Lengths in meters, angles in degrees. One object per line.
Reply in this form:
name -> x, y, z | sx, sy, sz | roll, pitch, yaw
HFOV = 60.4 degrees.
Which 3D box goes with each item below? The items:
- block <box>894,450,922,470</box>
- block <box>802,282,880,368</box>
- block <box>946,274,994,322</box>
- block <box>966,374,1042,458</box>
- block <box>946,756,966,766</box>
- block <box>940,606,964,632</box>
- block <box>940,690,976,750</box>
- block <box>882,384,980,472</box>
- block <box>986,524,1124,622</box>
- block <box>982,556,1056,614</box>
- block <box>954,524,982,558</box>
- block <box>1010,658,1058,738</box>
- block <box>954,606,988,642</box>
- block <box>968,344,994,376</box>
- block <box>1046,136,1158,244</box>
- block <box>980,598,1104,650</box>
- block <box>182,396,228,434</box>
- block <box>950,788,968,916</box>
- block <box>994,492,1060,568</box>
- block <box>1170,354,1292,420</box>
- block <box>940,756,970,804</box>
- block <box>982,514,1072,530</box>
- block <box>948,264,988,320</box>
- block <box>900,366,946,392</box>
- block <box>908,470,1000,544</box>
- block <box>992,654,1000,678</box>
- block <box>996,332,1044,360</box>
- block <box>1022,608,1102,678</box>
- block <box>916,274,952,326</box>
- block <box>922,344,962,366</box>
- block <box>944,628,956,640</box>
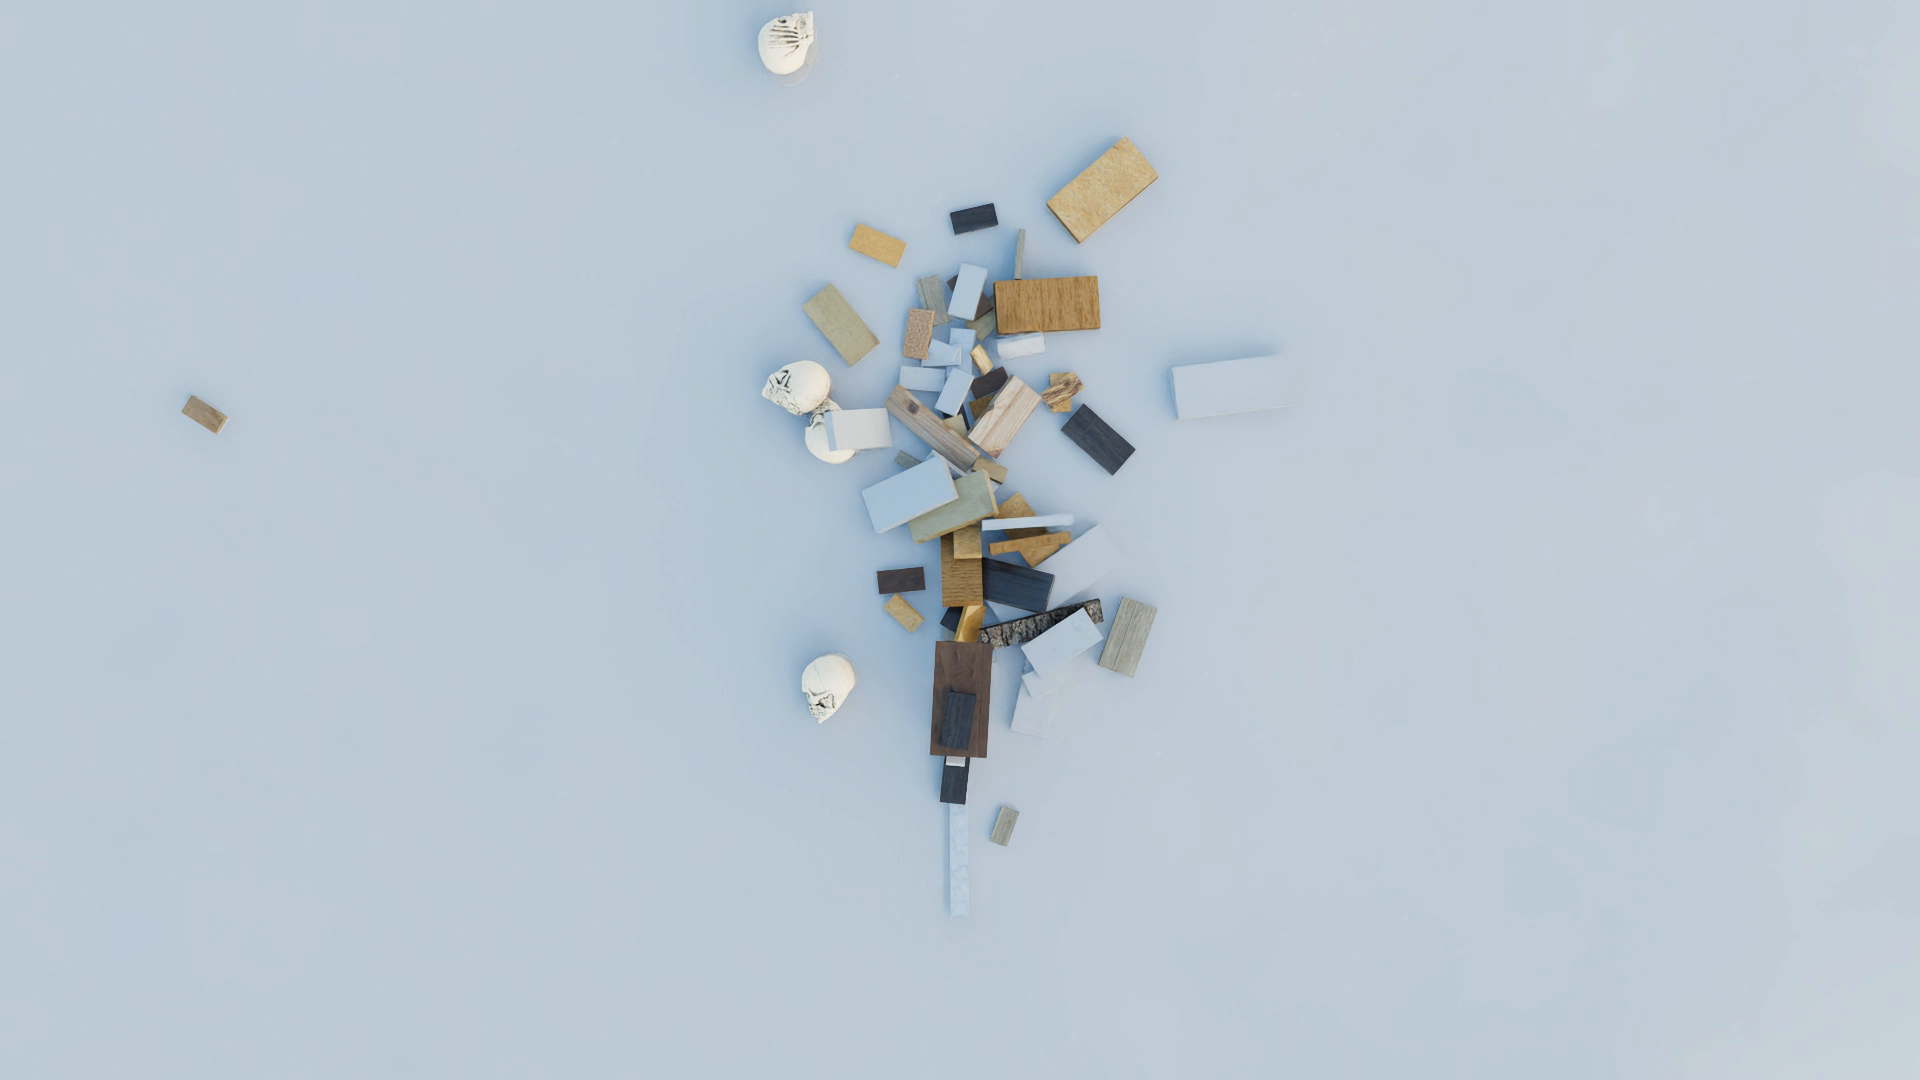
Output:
block -> -0.169, -0.258, 5.493 | 0.093, 0.013, 0.046 | 30, 90, 0
block -> -0.395, -0.715, 5.482 | 0.127, 0.036, 0.255 | -40, 90, 0
block -> 0.033, -0.812, 5.474 | 0.081, 0.023, 0.161 | -35, 80, 2
block -> 0.145, -0.408, 5.460 | 0.127, 0.036, 0.255 | 37, 90, -21
block -> -0.011, 0.688, 5.457 | 0.061, 0.017, 0.122 | 5, 55, -1
block -> -0.008, 0.238, 5.478 | 0.064, 0.018, 0.129 | 29, 81, 5
block -> -0.005, 0.556, 5.084 | 0.086, 0.024, 0.171 | 9, 90, 0
block -> -0.094, -0.365, 5.448 | 0.356, 0.026, 0.090 | 41, 125, 3
block -> 0.314, 0.134, 5.479 | 0.452, 0.042, 0.149 | -34, 90, 0
block -> 0.169, 0.149, 5.436 | 0.264, 0.037, 0.132 | 14, 77, 14
block -> 0.023, -0.024, 5.444 | 0.090, 0.026, 0.181 | -2, 60, 0
block -> 0.260, 0.497, 5.483 | 0.122, 0.035, 0.299 | 13, 90, 0
block -> 0.033, 0.285, 5.468 | 0.077, 0.022, 0.155 | 17, 90, -36
block -> 0.071, -0.597, 5.466 | 0.046, 0.013, 0.093 | -44, 117, -22
block -> 0.473, -1.161, 5.476 | 0.342, 0.048, 0.171 | -40, 90, 0
block -> 0.271, 0.282, 5.454 | 0.412, 0.022, 0.077 | -14, 108, -7
block -> -2.515, -0.417, 5.491 | 0.134, 0.019, 0.067 | 32, 90, 0
block -> -0.003, 0.988, 5.491 | 0.061, 0.017, 0.526 | 0, 90, 0
block -> 0.217, -0.033, 5.484 | 0.116, 0.033, 0.232 | -36, 90, 0
block -> 0.902, -0.509, 5.476 | 0.381, 0.048, 0.171 | -7, 90, 0
block -> -0.016, 0.787, 5.471 | 0.086, 0.024, 0.171 | 6, 90, 0
block -> 0.219, -0.057, 5.409 | 0.293, 0.116, 0.033 | -4, 90, 0
block -> 0.026, -0.820, 5.452 | 0.087, 0.025, 0.174 | 15, 85, 9
block -> -0.125, -0.535, 5.489 | 0.149, 0.021, 0.075 | 5, 90, 0
block -> -0.031, -0.108, 5.411 | 0.298, 0.042, 0.149 | -21, 72, 19
block -> 0.031, 0.419, 5.323 | 0.177, 0.354, 0.050 | -9, 90, 0
block -> 0.200, -0.643, 5.462 | 0.149, 0.075, 0.021 | -11, 51, 2
block -> 0.335, 0.339, 5.428 | 0.244, 0.035, 0.122 | -33, 85, -1
block -> -0.089, -0.795, 5.489 | 0.081, 0.023, 0.161 | -15, 90, 0
block -> -0.061, -0.612, 5.472 | 0.134, 0.019, 0.067 | -1, 90, 17
block -> -0.022, 0.332, 5.491 | 0.064, 0.018, 0.129 | 1, 90, 0
